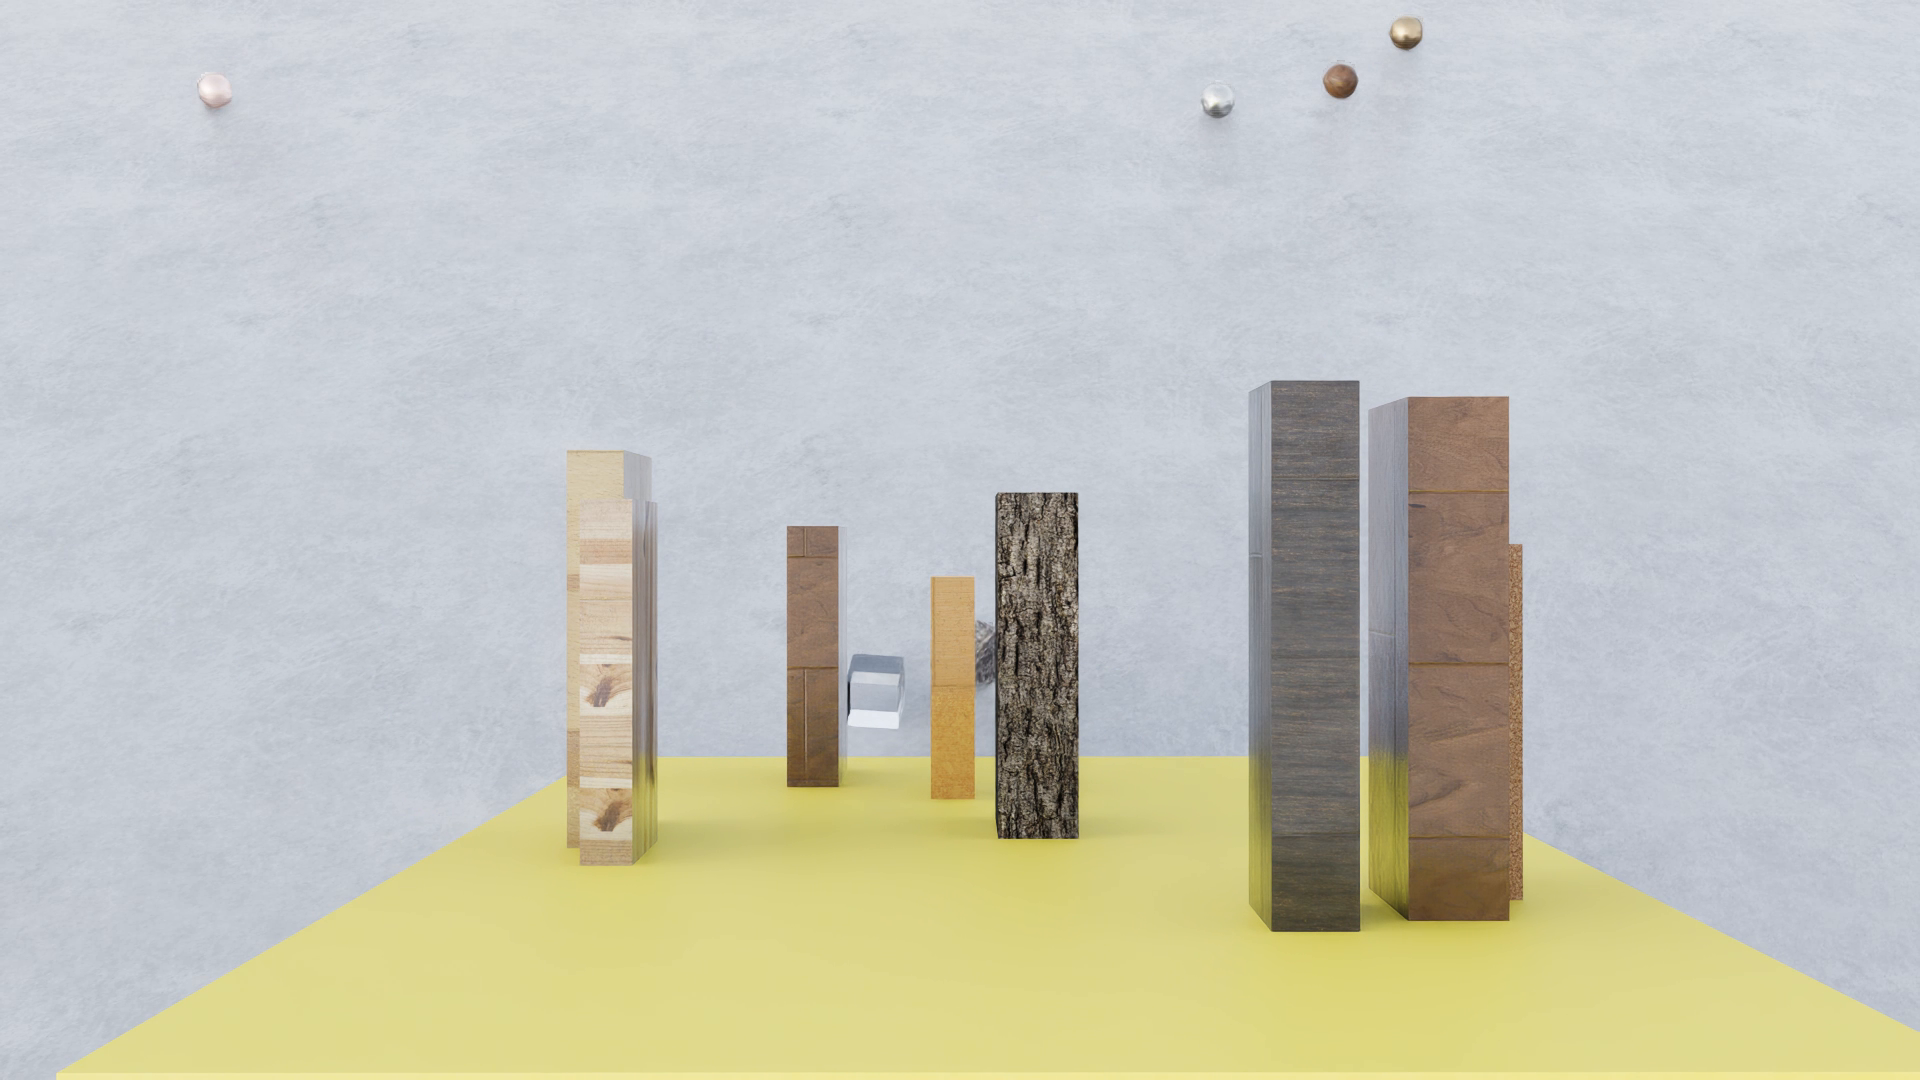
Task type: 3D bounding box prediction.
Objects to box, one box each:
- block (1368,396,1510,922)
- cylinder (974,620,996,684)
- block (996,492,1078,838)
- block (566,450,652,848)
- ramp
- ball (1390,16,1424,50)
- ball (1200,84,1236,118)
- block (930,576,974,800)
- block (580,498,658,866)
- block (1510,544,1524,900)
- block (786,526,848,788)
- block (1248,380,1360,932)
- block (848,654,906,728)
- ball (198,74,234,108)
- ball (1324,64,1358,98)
[{"bbox_3d":[0.721,0.172,3.925,0.146,0.759,0.364,0,0,0],"label":"block"},{"bbox_3d":[0.032,0.299,7.127,0.156,0.156,0.156,18,35,28],"label":"cylinder"},{"bbox_3d":[0.145,0.233,4.989,0.150,0.642,0.384,0,0,0],"label":"block"},{"bbox_3d":[-0.656,0.196,4.866,0.102,0.716,0.429,0,0,0],"label":"block"},{"bbox_3d":[0.068,0.604,4.667,2.000,0.100,4.000,0,0,0],"label":"ramp"},{"bbox_3d":[1.981,-2.251,11.486,0.150,0.150,0.150,0,30,0],"label":"ball"},{"bbox_3d":[1.072,-1.827,10.767,0.145,0.145,0.145,0,30,0],"label":"ball"},{"bbox_3d":[-0.016,0.318,5.708,0.094,0.476,0.323,0,0,0],"label":"block"},{"bbox_3d":[-0.602,0.242,4.583,0.089,0.623,0.372,0,0,0],"label":"block"},{"bbox_3d":[0.811,0.279,4.115,0.100,0.545,0.306,0,0,0],"label":"block"},{"bbox_3d":[-0.332,0.263,6.048,0.117,0.588,0.443,0,0,0],"label":"block"},{"bbox_3d":[0.500,0.163,3.782,0.125,0.775,0.285,0,0,0],"label":"block"},{"bbox_3d":[-0.227,0.406,6.958,0.140,0.140,0.140,3,31,5],"label":"block"},{"bbox_3d":[-3.127,-1.887,10.870,0.144,0.144,0.144,0,30,0],"label":"ball"},{"bbox_3d":[1.613,-1.945,10.966,0.147,0.147,0.147,0,30,0],"label":"ball"}]
